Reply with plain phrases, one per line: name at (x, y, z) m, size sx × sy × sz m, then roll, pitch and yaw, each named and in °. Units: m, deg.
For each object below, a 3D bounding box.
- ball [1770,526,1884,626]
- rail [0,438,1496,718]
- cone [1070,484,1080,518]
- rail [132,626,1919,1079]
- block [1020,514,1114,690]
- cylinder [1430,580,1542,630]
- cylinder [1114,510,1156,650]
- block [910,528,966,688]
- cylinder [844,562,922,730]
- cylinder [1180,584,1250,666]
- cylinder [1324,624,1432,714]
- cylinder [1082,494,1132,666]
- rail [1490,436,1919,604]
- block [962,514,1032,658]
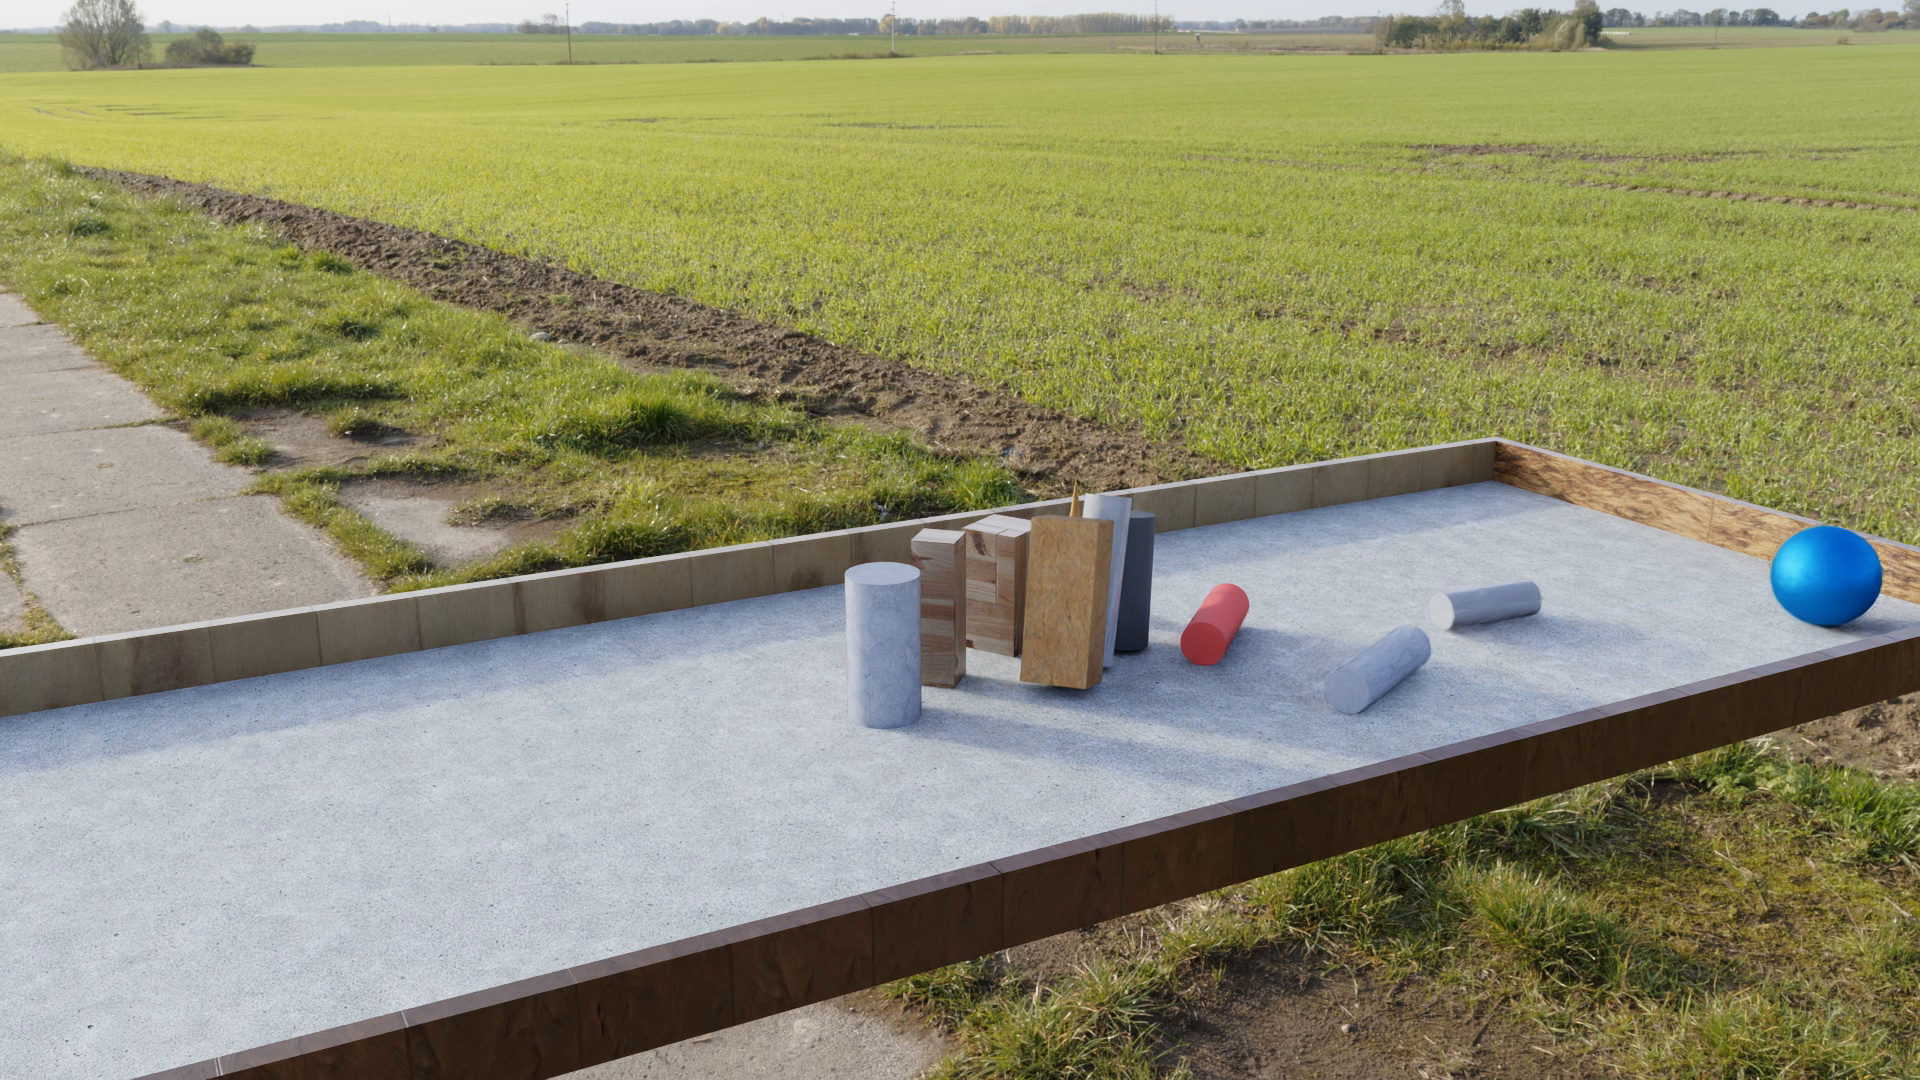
ball at (2.380, 0.098, 4.534) m, size 0.274 × 0.274 × 0.274 m, roll 0°, pitch 16°, yaw 0°
rail at (-3.305, 0.497, 3.399) m, size 12.000 × 0.150 × 0.050 m, roll -9°, pitch 18°, yaw -27°
cone at (0.320, 0.016, 4.599) m, size 0.108 × 0.396 × 0.108 m, roll 0°, pitch 16°, yaw 0°
rail at (-2.336, 1.006, 1.665) m, size 12.000 × 0.150 × 0.050 m, roll -9°, pitch 18°, yaw -27°
block at (0.266, 0.149, 4.083) m, size 0.167 × 0.405 × 0.167 m, roll 5°, pitch 5°, yaw 18°
cylinder at (1.457, 0.179, 4.567) m, size 0.304 × 0.100 × 0.100 m, roll -7°, pitch 18°, yaw -22°
cylinder at (0.431, 0.103, 4.355) m, size 0.150 × 0.349 × 0.150 m, roll 2°, pitch 9°, yaw 0°
block at (-0.052, 0.170, 4.107) m, size 0.109 × 0.377 × 0.109 m, roll 5°, pitch 17°, yaw 15°
cylinder at (-0.180, 0.247, 3.887) m, size 0.177 × 0.354 × 0.177 m, roll 0°, pitch 16°, yaw 0°
cylinder at (0.681, 0.222, 4.391) m, size 0.118 × 0.118 × 0.345 m, roll 6°, pitch 17°, yaw 19°
cylinder at (1.038, 0.316, 4.082) m, size 0.112 × 0.112 × 0.398 m, roll 12°, pitch 20°, yaw 35°
cylinder at (0.355, 0.101, 4.218) m, size 0.120 × 0.431 × 0.120 m, roll 6°, pitch 3°, yaw 0°
rail at (2.466, -0.048, 5.253) m, size 0.050 × 0.150 × 2.100 m, roll -9°, pitch 18°, yaw -27°
block at (0.116, 0.119, 4.370) m, size 0.162 × 0.327 × 0.162 m, roll 10°, pitch 19°, yaw 32°
